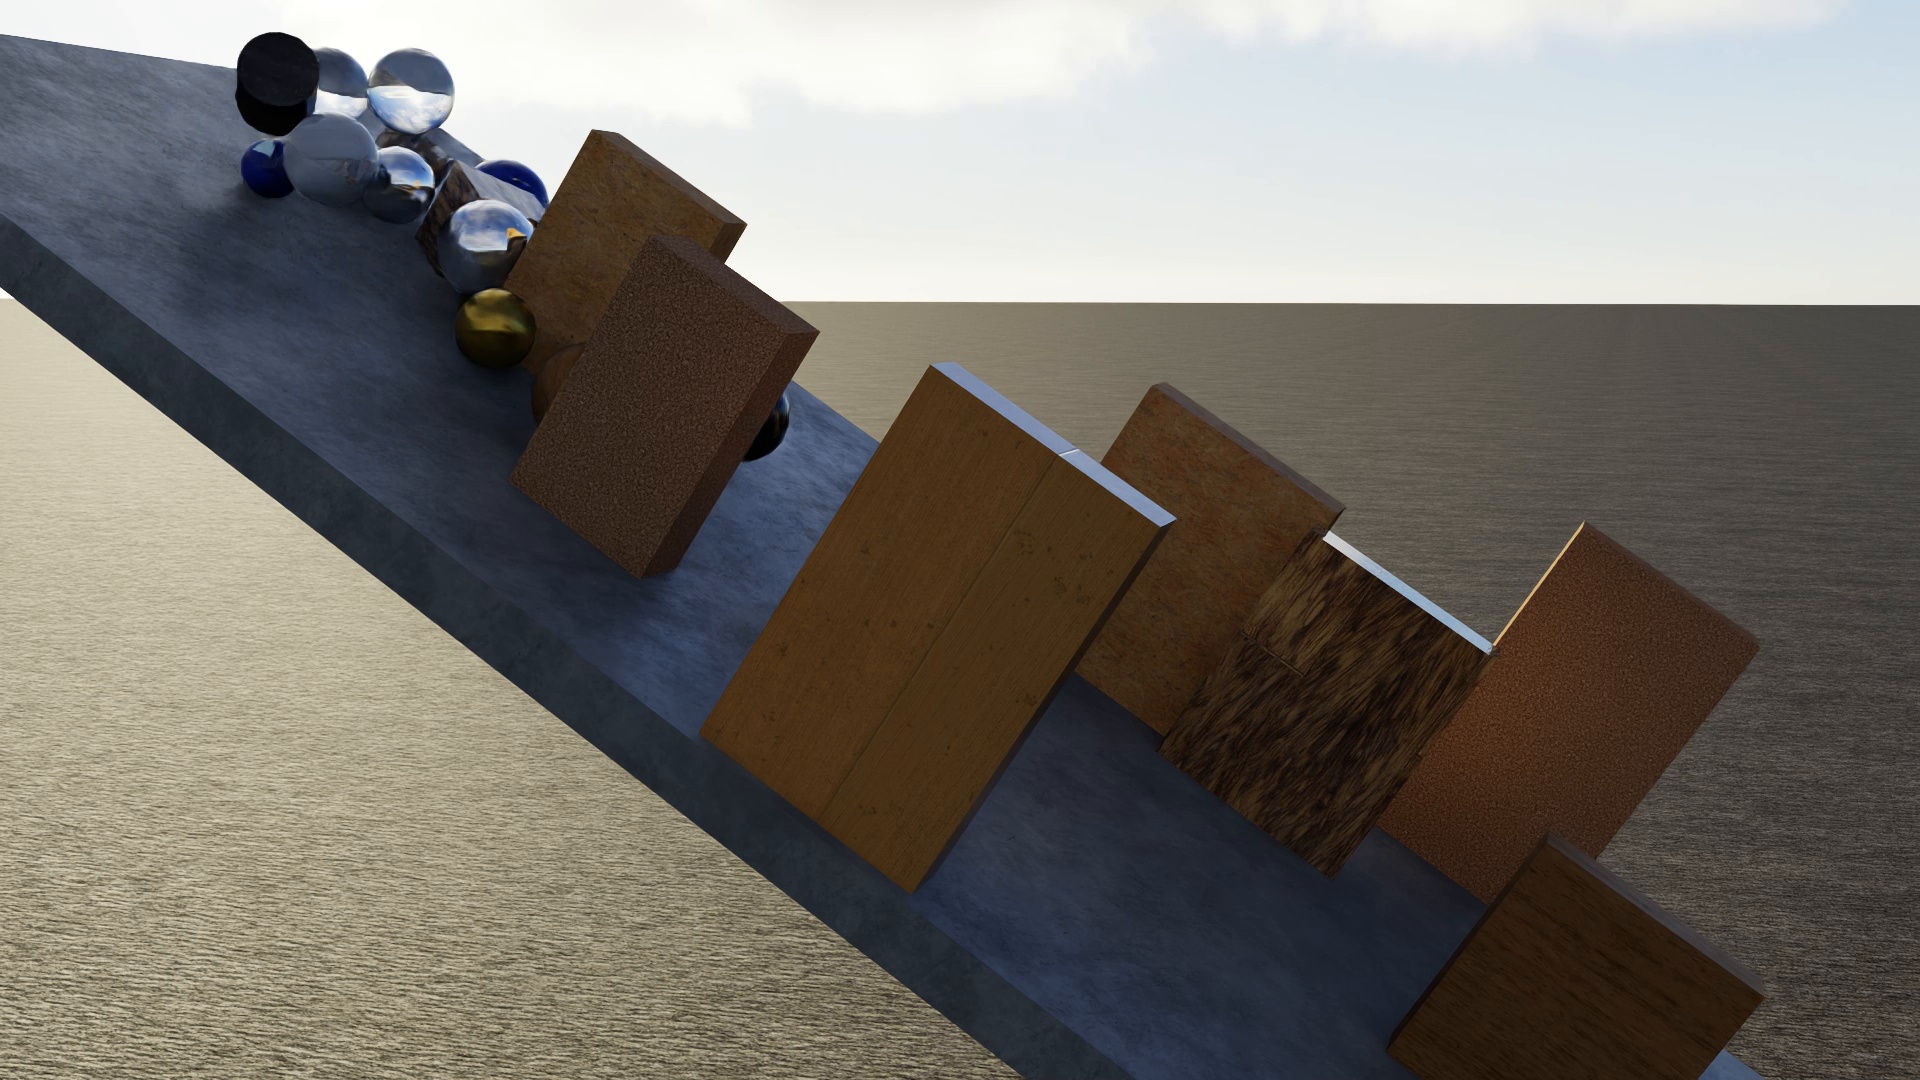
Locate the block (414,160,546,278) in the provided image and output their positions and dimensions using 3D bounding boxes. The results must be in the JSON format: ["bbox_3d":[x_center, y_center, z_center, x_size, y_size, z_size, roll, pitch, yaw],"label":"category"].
[{"bbox_3d":[-0.954,-0.616,4.431,0.182,0.182,0.182,21,19,-38],"label":"block"}]

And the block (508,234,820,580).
[{"bbox_3d":[-0.483,-0.217,3.577,0.280,0.476,0.141,36,15,10],"label":"block"}]

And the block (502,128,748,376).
[{"bbox_3d":[-0.654,-0.489,4.123,0.314,0.452,0.111,36,15,10],"label":"block"}]

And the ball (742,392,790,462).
[{"bbox_3d":[-0.428,-0.246,4.342,0.184,0.184,0.184,0,7,0],"label":"ball"}]

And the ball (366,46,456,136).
[{"bbox_3d":[-1.120,-0.917,4.491,0.177,0.177,0.177,0,7,0],"label":"ball"}]

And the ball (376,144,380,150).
[{"bbox_3d":[-1.223,-0.754,4.413,0.131,0.131,0.131,0,7,0],"label":"ball"}]

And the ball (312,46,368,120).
[{"bbox_3d":[-1.356,-0.967,4.714,0.178,0.178,0.178,0,7,0],"label":"ball"}]

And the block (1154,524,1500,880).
[{"bbox_3d":[0.704,0.310,4.235,0.419,0.531,0.121,36,15,10],"label":"block"}]

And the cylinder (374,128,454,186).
[{"bbox_3d":[-1.158,-0.790,4.609,0.137,0.137,0.137,40,2,-8],"label":"cylinder"}]

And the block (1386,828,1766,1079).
[{"bbox_3d":[0.987,0.768,3.549,0.400,0.443,0.097,36,15,10],"label":"block"}]

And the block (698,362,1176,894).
[{"bbox_3d":[-0.039,0.124,3.101,0.386,0.639,0.109,36,15,10],"label":"block"}]

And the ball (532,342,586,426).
[{"bbox_3d":[-0.639,-0.241,3.800,0.200,0.200,0.200,0,7,0],"label":"ball"}]

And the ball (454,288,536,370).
[{"bbox_3d":[-0.845,-0.384,3.997,0.146,0.146,0.146,0,7,0],"label":"ball"}]

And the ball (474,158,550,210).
[{"bbox_3d":[-0.967,-0.706,4.652,0.199,0.199,0.199,0,7,0],"label":"ball"}]

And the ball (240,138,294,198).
[{"bbox_3d":[-1.293,-0.698,4.132,0.113,0.113,0.113,0,7,0],"label":"ball"}]

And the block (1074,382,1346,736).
[{"bbox_3d":[0.424,0.044,4.424,0.441,0.567,0.136,36,15,10],"label":"block"}]

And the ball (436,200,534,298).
[{"bbox_3d":[-0.904,-0.554,4.214,0.195,0.195,0.195,0,7,0],"label":"ball"}]

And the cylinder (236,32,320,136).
[{"bbox_3d":[-1.259,-0.840,4.055,0.144,0.144,0.144,-2,-10,-20],"label":"cylinder"}]

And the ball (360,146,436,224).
[{"bbox_3d":[-1.085,-0.683,4.233,0.147,0.147,0.147,0,7,0],"label":"ball"}]

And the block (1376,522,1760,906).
[{"bbox_3d":[1.261,0.399,4.627,0.423,0.768,0.126,36,15,10],"label":"block"}]

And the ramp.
[{"bbox_3d":[-0.122,0.207,4.097,4.000,0.100,2.000,36,15,10],"label":"ramp"}]

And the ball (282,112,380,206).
[{"bbox_3d":[-1.160,-0.702,4.056,0.172,0.172,0.172,0,7,0],"label":"ball"}]
